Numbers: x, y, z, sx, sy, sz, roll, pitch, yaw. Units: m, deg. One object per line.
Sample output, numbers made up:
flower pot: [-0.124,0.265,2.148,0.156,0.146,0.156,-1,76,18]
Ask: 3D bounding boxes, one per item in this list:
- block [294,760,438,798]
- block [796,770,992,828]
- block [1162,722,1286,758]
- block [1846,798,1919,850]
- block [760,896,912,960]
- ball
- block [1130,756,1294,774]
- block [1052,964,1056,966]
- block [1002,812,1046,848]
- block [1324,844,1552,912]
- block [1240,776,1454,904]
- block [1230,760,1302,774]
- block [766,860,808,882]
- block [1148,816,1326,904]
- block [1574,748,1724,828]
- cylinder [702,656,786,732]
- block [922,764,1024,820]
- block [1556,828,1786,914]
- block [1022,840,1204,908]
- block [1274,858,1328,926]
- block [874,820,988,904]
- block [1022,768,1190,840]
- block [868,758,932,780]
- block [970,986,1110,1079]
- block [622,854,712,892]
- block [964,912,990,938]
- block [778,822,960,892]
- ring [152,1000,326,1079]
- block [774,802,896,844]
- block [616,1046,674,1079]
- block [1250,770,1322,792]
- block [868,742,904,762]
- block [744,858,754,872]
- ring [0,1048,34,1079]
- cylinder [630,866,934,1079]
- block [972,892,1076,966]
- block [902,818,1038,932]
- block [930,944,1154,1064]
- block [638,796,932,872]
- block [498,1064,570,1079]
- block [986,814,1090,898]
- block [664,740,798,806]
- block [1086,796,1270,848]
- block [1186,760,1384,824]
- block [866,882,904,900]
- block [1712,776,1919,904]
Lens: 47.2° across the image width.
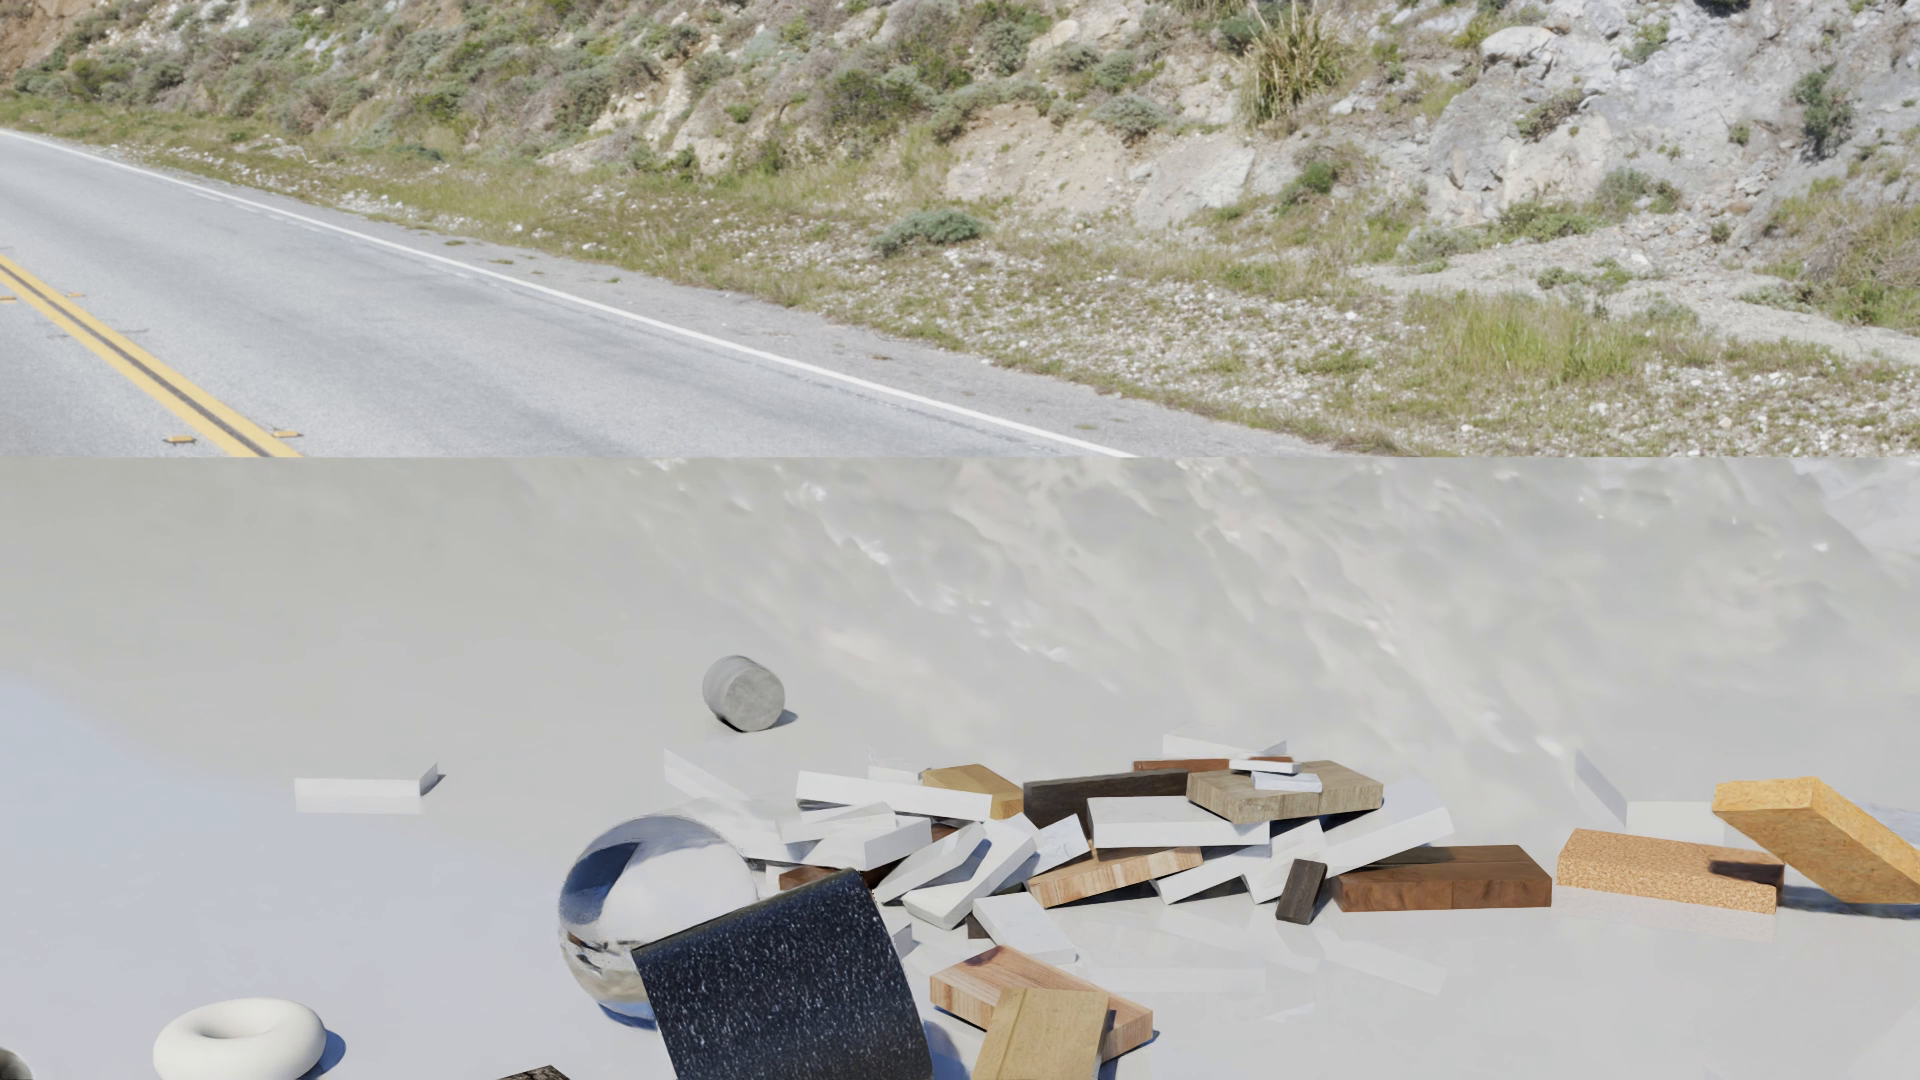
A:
block: [-1.149,0.462,4.262,0.242,0.034,0.121,0,11,3]
block: [-0.117,0.468,3.895,0.338,0.048,0.169,7,-16,0]
block: [0.541,0.419,4.504,0.226,0.032,0.113,8,13,36]
block: [1.651,0.526,3.877,0.179,0.051,0.358,-10,15,-44]
block: [-0.264,0.615,3.402,0.338,0.048,0.169,5,12,25]
ball: [-0.430,0.540,3.146,0.290,0.290,0.290,0,11,0]
block: [0.465,0.469,3.973,0.295,0.042,0.148,-1,51,-6]
block: [0.094,0.657,3.256,0.064,0.018,0.129,3,11,16]
block: [0.031,0.531,3.670,0.211,0.030,0.105,-27,15,-9]
block: [0.789,0.564,3.674,0.347,0.049,0.174,-1,11,-4]
block: [0.636,0.501,3.693,0.347,0.049,0.174,-20,11,1]
block: [0.510,0.377,3.669,0.109,0.015,0.054,2,-4,26]
block: [-0.241,0.556,3.778,0.185,0.026,0.093,-1,11,-6]
block: [0.454,0.518,3.688,0.286,0.041,0.143,-21,12,-4]
block: [1.308,0.469,4.184,0.179,0.051,0.358,0,11,1]
cylinder: [-0.464,0.328,4.706,0.137,0.137,0.137,-5,12,-26]
block: [0.034,0.479,4.174,0.121,0.034,0.242,-5,12,-25]
block: [1.201,0.557,3.713,0.347,0.049,0.174,5,12,24]
block: [0.248,0.537,3.666,0.286,0.041,0.143,-15,12,-5]
block: [0.553,0.569,3.557,0.054,0.015,0.109,6,53,29]
block: [-0.048,0.524,3.582,0.190,0.027,0.095,-32,7,37]
block: [0.258,0.485,3.823,0.295,0.148,0.042,-3,5,-17]
block: [-0.119,0.455,4.354,0.113,0.016,0.056,6,12,28]
block: [0.109,0.669,2.883,0.148,0.042,0.297,2,12,9]
block: [-0.495,0.561,3.709,0.141,0.020,0.071,-4,20,1]
block: [0.041,0.607,3.526,0.064,0.018,0.129,-1,11,-3]
block: [-0.134,0.542,3.713,0.093,0.026,0.378,10,15,42]
ring: [-0.972,0.683,2.970,0.224,0.075,0.224,-1,9,0]
block: [-0.209,0.472,3.675,0.190,0.027,0.095,-6,6,-11]
block: [-0.405,0.719,2.902,0.093,0.026,0.185,0,11,3]
block: [0.538,0.398,3.630,0.109,0.015,0.054,4,11,-1]
block: [-0.150,0.435,4.462,0.056,0.016,0.112,-2,11,-11]
block: [-0.455,0.558,3.786,0.188,0.020,0.071,5,11,24]
ring: [-1.112,0.691,2.353,0.107,0.322,0.322,28,11,-1]
cylinder: [-0.219,0.586,2.696,0.287,0.287,0.287,-19,15,-12]
block: [0.099,0.608,3.427,0.095,0.027,0.190,-4,19,-21]
block: [0.016,0.542,3.574,0.211,0.030,0.105,-39,33,-27]
block: [0.112,0.660,3.111,0.149,0.042,0.297,-15,20,-41]
block: [-0.312,0.505,3.809,0.545,0.048,0.169,-1,7,39]
block: [-0.600,0.733,2.812,0.226,0.032,0.113,-8,13,-36]
block: [0.110,0.530,3.669,0.211,0.030,0.105,-25,13,2]
block: [-0.442,0.458,4.287,0.121,0.034,0.384,-6,12,-31]
block: [0.359,0.466,3.649,0.286,0.041,0.143,-1,11,-1]
block: [0.543,0.419,3.676,0.295,0.042,0.148,-2,12,-29]
block: [-0.160,0.581,3.665,0.129,0.018,0.064,-1,11,-6]
block: [1.379,0.479,3.481,0.358,0.051,0.179,32,-24,-26]
